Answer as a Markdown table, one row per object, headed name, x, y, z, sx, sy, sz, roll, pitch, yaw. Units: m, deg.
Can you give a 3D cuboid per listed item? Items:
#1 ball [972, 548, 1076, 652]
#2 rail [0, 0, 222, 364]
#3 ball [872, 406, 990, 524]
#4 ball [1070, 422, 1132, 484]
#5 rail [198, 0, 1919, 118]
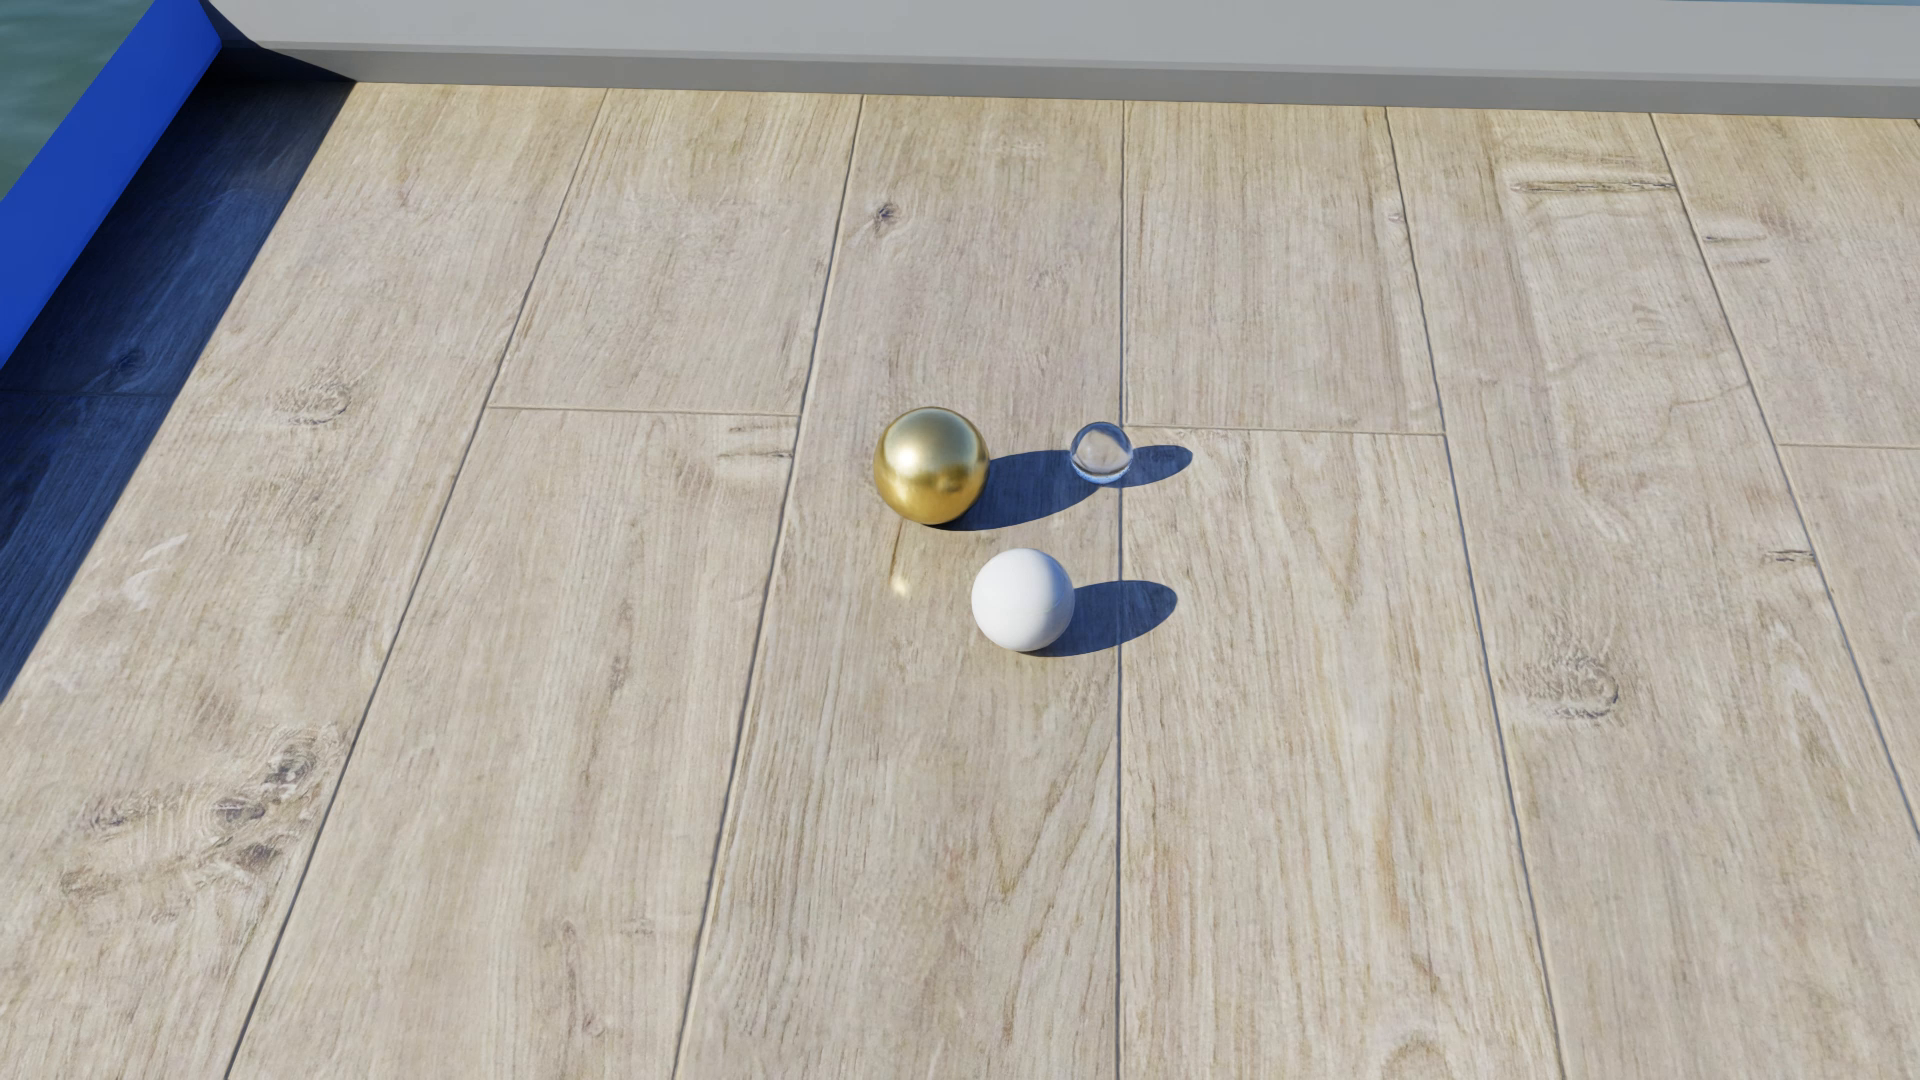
| name | x | y | z | sx | sy | sz | roll | pitch | yaw |
| --- | --- | --- | --- | --- | --- | --- | --- | --- | --- |
| ball | 0.043 | 0.041 | 1.749 | 0.071 | 0.071 | 0.071 | 0 | 35 | 0 |
| rail | -0.764 | -0.043 | 1.830 | 0.045 | 0.112 | 1.580 | 2 | 35 | 3 |
| ball | -0.021 | -0.054 | 1.870 | 0.086 | 0.086 | 0.086 | 0 | 35 | 0 |
| ball | 0.106 | -0.065 | 1.920 | 0.047 | 0.047 | 0.047 | 0 | 35 | 0 |
| rail | 0.829 | -0.436 | 2.386 | 3.154 | 0.112 | 0.045 | 2 | 35 | 3 |
